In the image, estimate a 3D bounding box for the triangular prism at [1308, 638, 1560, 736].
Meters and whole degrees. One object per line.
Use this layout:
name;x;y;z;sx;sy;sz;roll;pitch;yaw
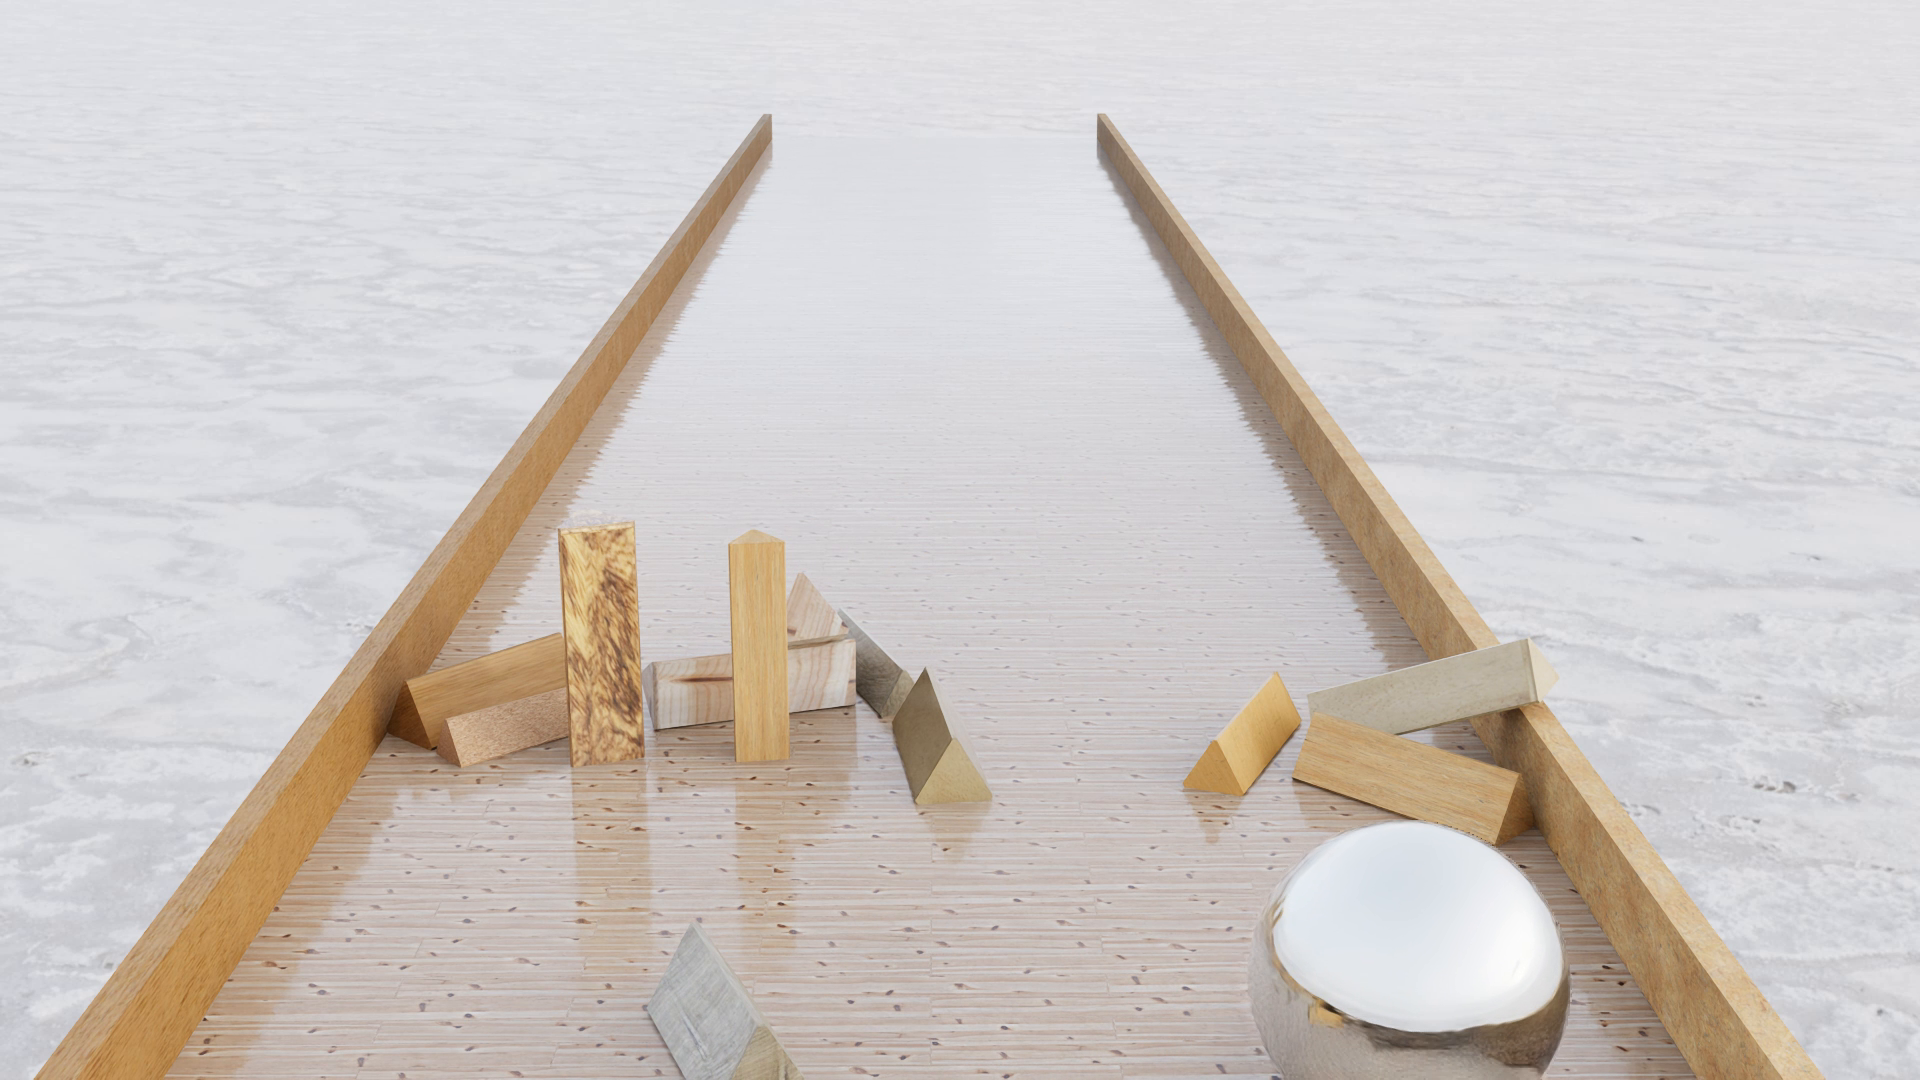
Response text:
triangular prism;0.812;0.264;3.842;0.436;0.097;0.112;-19;8;37

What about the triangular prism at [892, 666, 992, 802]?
triangular prism;-0.035;0.337;3.886;0.130;0.113;0.365;-2;17;-8

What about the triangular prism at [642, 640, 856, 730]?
triangular prism;-0.389;0.245;4.108;0.387;0.114;0.132;-6;49;-19

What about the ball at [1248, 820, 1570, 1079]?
ball;0.551;0.543;2.717;0.390;0.390;0.390;0;17;0

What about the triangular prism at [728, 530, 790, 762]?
triangular prism;-0.358;0.186;3.893;0.097;0.404;0.084;-3;17;-9

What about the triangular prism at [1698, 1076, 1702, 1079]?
triangular prism;0.916;0.763;2.510;0.094;0.081;0.445;-1;17;-1

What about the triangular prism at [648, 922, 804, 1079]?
triangular prism;-0.306;0.624;2.901;0.142;0.123;0.313;-7;18;-21

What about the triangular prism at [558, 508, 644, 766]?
triangular prism;-0.645;0.168;3.891;0.132;0.439;0.114;-6;18;-21

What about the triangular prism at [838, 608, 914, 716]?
triangular prism;-0.172;0.230;4.294;0.098;0.085;0.397;-6;18;-19

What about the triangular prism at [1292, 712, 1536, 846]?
triangular prism;0.764;0.390;3.714;0.403;0.108;0.125;16;23;42

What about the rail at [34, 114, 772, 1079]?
rail;-1.118;-0.838;7.780;0.050;0.150;12.000;0;17;-1

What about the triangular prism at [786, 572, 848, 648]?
triangular prism;-0.311;0.153;4.220;0.142;0.123;0.334;-8;-10;-11

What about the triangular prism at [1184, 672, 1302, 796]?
triangular prism;0.510;0.336;3.925;0.107;0.093;0.375;7;18;23

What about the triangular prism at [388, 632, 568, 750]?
triangular prism;-0.884;0.270;4.104;0.134;0.116;0.355;14;22;39

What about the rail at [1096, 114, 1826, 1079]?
rail;0.932;-0.844;7.801;0.050;0.150;12.000;0;17;-1
